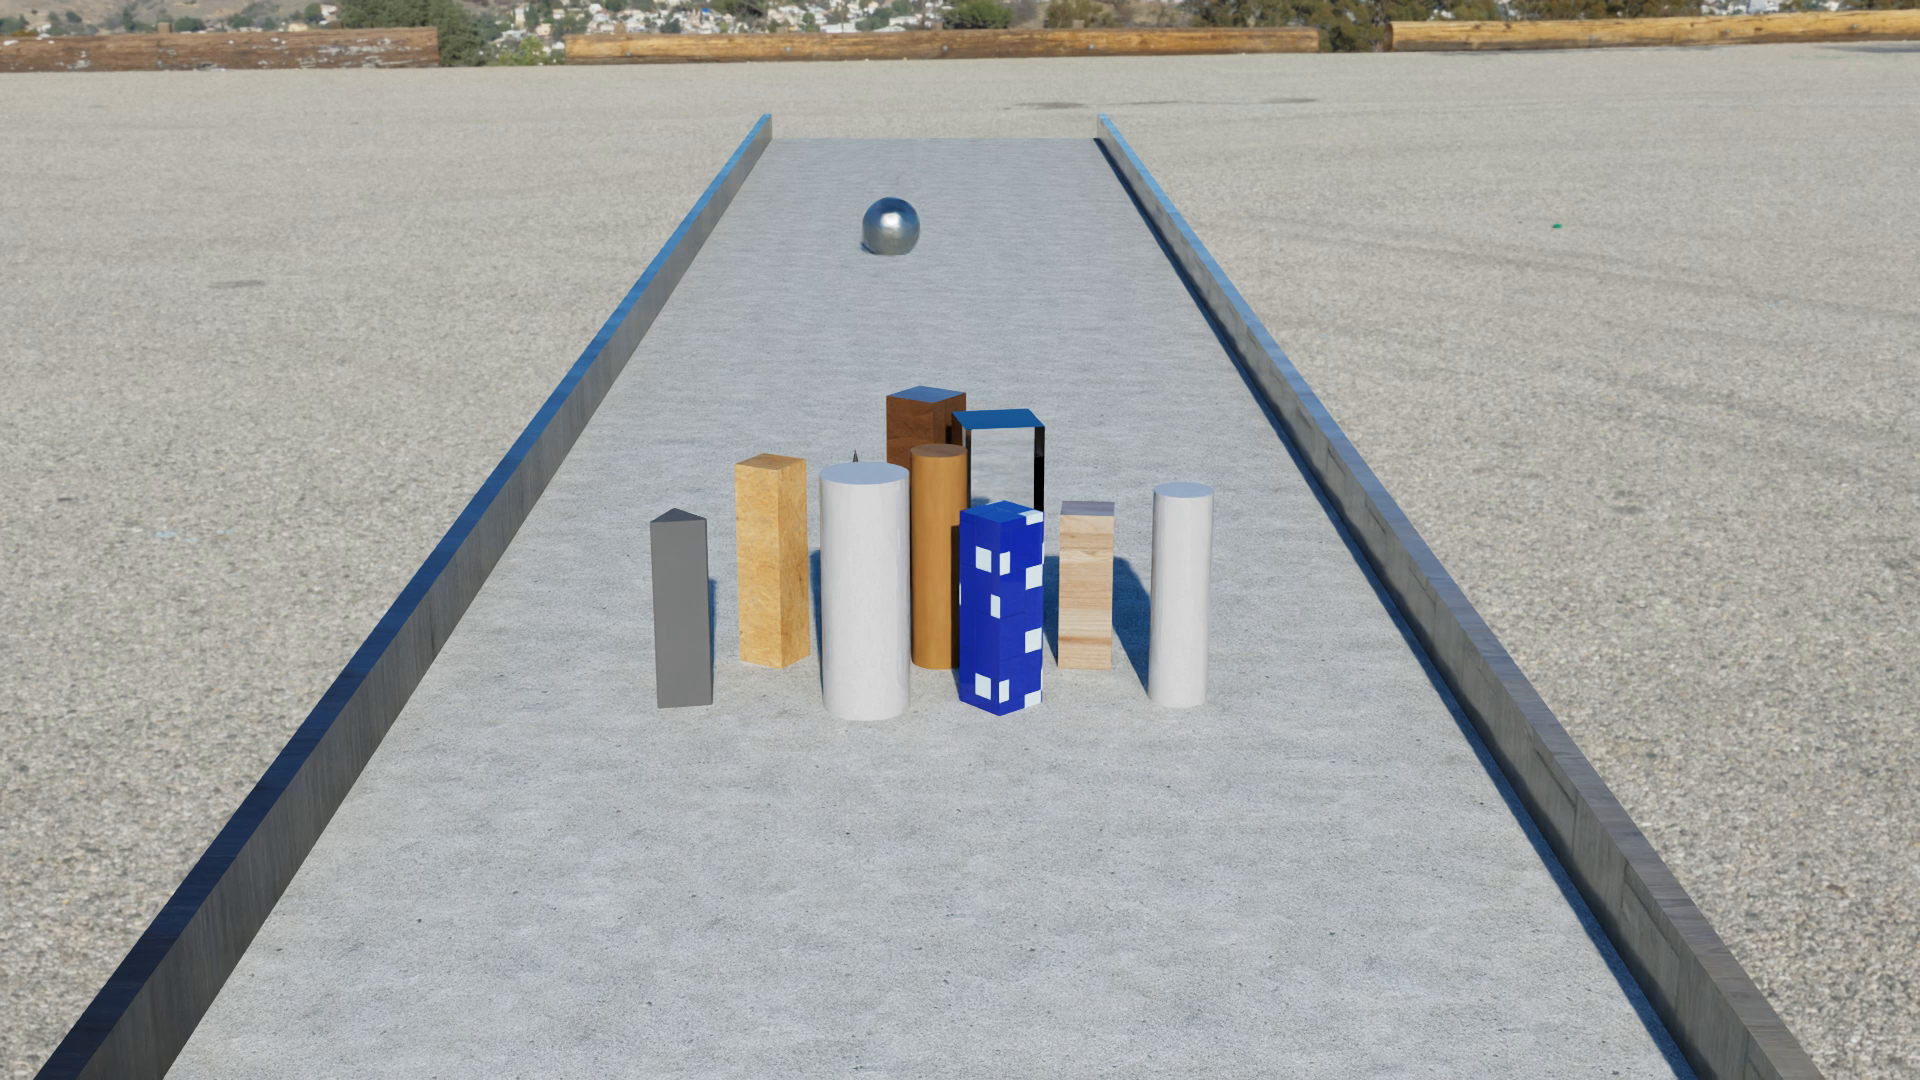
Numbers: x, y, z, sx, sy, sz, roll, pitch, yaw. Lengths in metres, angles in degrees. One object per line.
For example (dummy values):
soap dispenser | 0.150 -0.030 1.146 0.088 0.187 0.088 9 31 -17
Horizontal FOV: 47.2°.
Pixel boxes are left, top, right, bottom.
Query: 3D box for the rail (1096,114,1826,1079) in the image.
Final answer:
rail | 0.932 -0.844 7.801 0.050 0.150 12.000 0 17 -1

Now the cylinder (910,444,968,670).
cylinder | -0.041 0.033 4.353 0.112 0.434 0.112 0 17 0

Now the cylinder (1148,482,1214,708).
cylinder | 0.417 0.104 4.157 0.113 0.411 0.113 0 17 0

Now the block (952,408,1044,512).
block | 0.078 -0.047 4.633 0.165 0.428 0.165 -3 17 -10

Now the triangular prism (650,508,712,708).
triangular prism | -0.529 0.127 4.156 0.103 0.366 0.089 -3 17 -11

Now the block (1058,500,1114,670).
block | 0.251 0.090 4.368 0.104 0.317 0.104 1 17 5

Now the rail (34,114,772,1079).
rail | -1.118 -0.838 7.780 0.050 0.150 12.000 0 17 -1

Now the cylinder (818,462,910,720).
cylinder | -0.176 0.095 4.110 0.166 0.455 0.166 0 17 0

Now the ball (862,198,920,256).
ball | -0.289 -1.315 9.220 0.244 0.244 0.244 0 17 0

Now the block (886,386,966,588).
block | -0.074 -0.115 4.865 0.125 0.426 0.125 11 20 33

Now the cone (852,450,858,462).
cone | -0.219 -0.018 4.655 0.147 0.362 0.147 0 17 0

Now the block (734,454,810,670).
block | -0.372 0.041 4.372 0.100 0.408 0.100 9 19 29

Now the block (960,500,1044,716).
block | 0.078 0.127 4.138 0.111 0.377 0.111 -14 22 -40
